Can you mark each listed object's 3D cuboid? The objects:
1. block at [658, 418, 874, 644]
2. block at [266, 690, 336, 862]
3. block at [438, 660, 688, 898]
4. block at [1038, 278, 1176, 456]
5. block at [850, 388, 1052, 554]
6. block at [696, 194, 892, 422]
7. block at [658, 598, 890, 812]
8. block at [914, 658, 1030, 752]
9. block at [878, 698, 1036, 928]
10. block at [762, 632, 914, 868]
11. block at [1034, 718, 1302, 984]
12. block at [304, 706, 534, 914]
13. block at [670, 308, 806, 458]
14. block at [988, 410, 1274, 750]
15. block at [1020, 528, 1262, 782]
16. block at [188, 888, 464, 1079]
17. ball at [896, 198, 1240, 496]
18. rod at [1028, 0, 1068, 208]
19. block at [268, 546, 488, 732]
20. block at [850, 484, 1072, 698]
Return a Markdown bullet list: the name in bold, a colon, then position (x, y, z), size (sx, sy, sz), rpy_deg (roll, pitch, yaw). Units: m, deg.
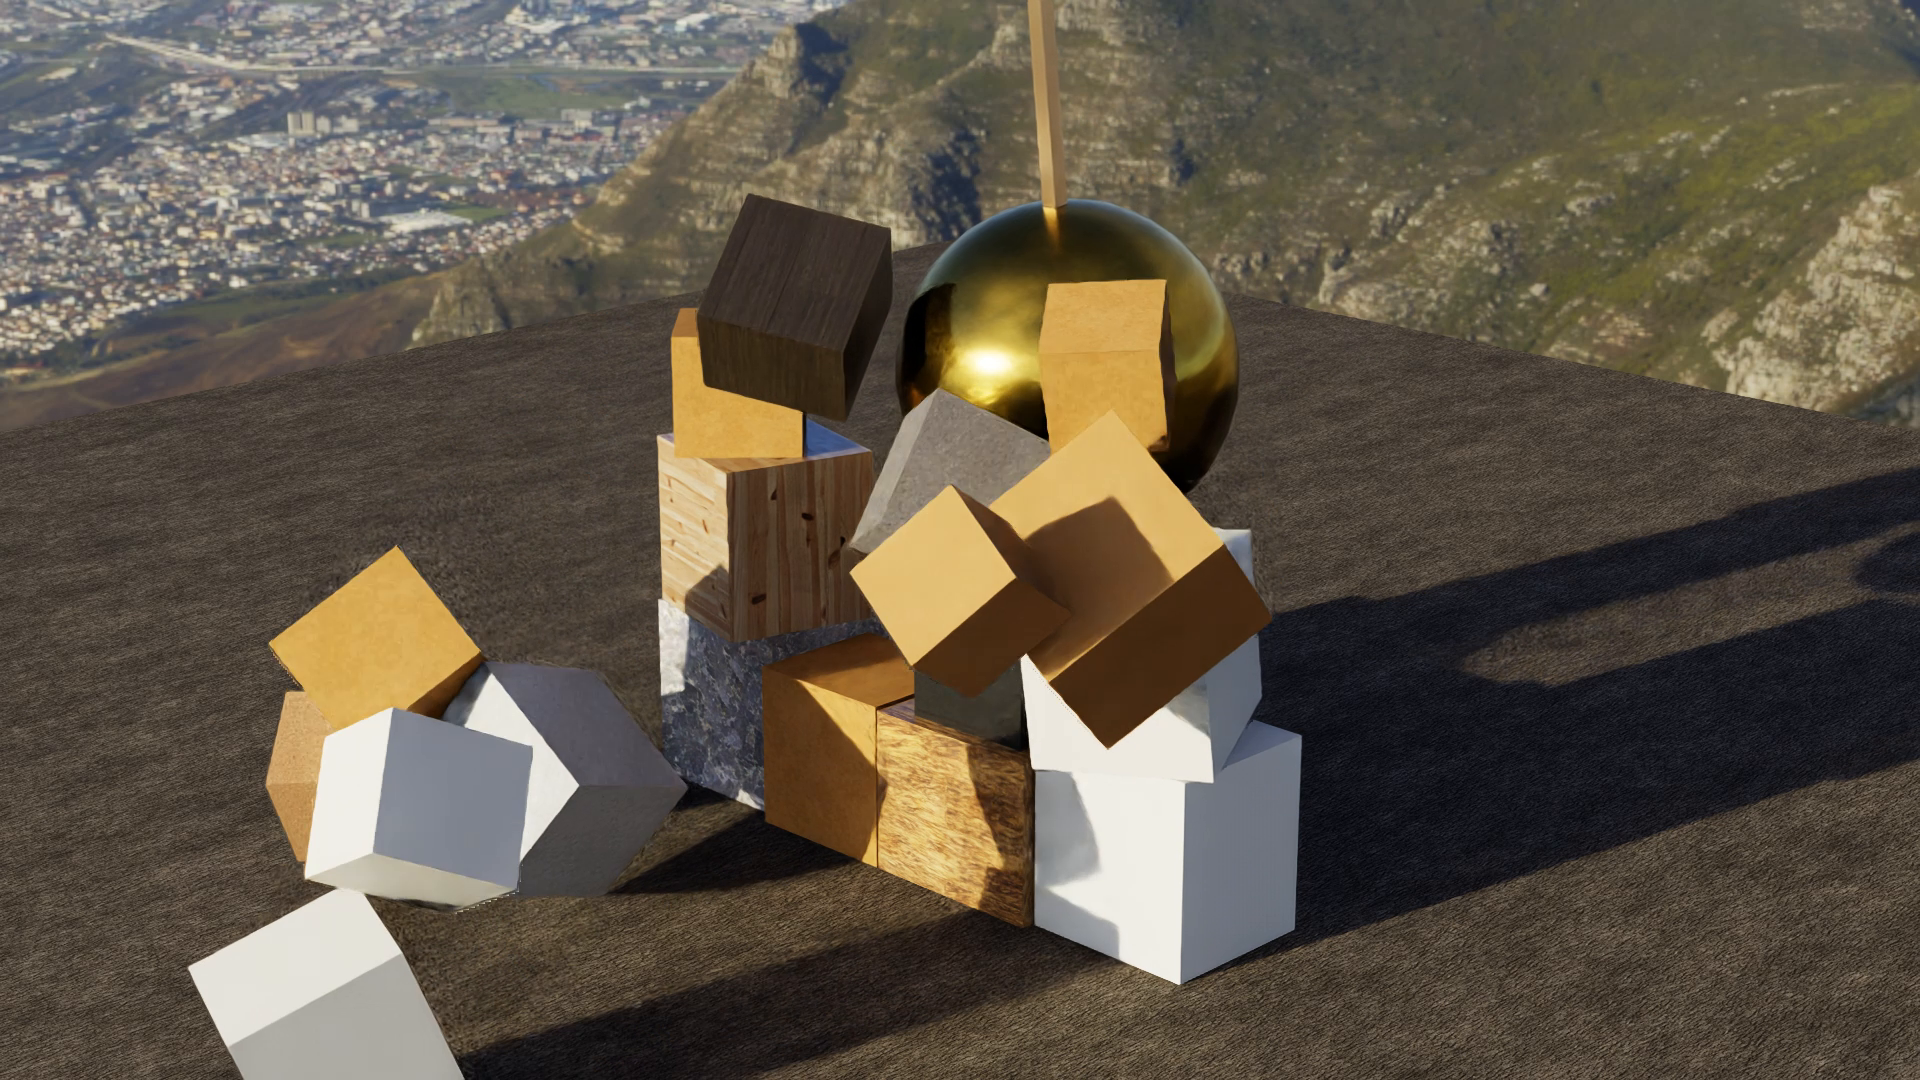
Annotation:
- **block**: position (-0.938, -0.067, 14.161), size (0.769, 0.833, 0.769), rpy_deg (-10, 20, -28)
- **block**: position (-2.790, 1.078, 13.565), size (0.612, 0.563, 0.555), rpy_deg (-4, 46, 5)
- **block**: position (-1.841, 1.064, 12.992), size (0.774, 0.670, 0.767), rpy_deg (48, 19, 26)
- **block**: position (0.596, -0.693, 11.745), size (0.475, 0.494, 0.492), rpy_deg (-2, 38, 10)
- **block**: position (0.010, -0.164, 12.334), size (0.652, 0.631, 0.542), rpy_deg (26, -16, -10)
- **block**: position (-0.743, -1.057, 13.359), size (0.684, 0.561, 0.709), rpy_deg (15, 60, 8)
- **block**: position (-0.914, 0.730, 14.519), size (0.765, 0.902, 0.844), rpy_deg (-17, 24, -42)
- **block**: position (0.241, 0.474, 13.141), size (0.643, 0.663, 0.619), rpy_deg (16, 23, 41)
- **block**: position (0.267, 1.147, 13.401), size (0.922, 0.776, 0.896), rpy_deg (17, 24, 42)
- **block**: position (-0.417, 0.980, 13.909), size (0.771, 0.790, 0.691), rpy_deg (16, 24, 42)
- **block**: position (0.900, 1.270, 12.778), size (0.846, 0.915, 0.772), rpy_deg (17, 24, 42)
- **block**: position (-2.031, 1.024, 11.025), size (0.607, 0.558, 0.523), rpy_deg (20, -28, -35)
- **block**: position (-1.046, -0.754, 13.986), size (0.602, 0.583, 0.591), rpy_deg (0, 17, -1)
- **block**: position (0.585, 0.163, 11.470), size (0.838, 0.766, 0.765), rpy_deg (-38, 59, 1)
- **block**: position (0.767, 0.460, 12.392), size (0.794, 0.793, 0.786), rpy_deg (3, 25, 21)
- **block**: position (-2.347, 1.850, 10.951), size (0.689, 0.710, 0.711), rpy_deg (-28, 26, -16)
- **ball**: position (0.499, -0.785, 13.618), size (1.600, 1.600, 1.600), rpy_deg (0, 17, 0)
- **rod**: position (0.216, -3.921, 12.336), size (0.080, 5.200, 0.080), rpy_deg (17, 31, 42)
- **block**: position (-2.520, 0.545, 12.936), size (0.687, 0.610, 0.632), rpy_deg (-38, -12, -9)
- **block**: position (0.006, 0.195, 10.849), size (0.475, 0.504, 0.486), rpy_deg (55, 12, 30)
